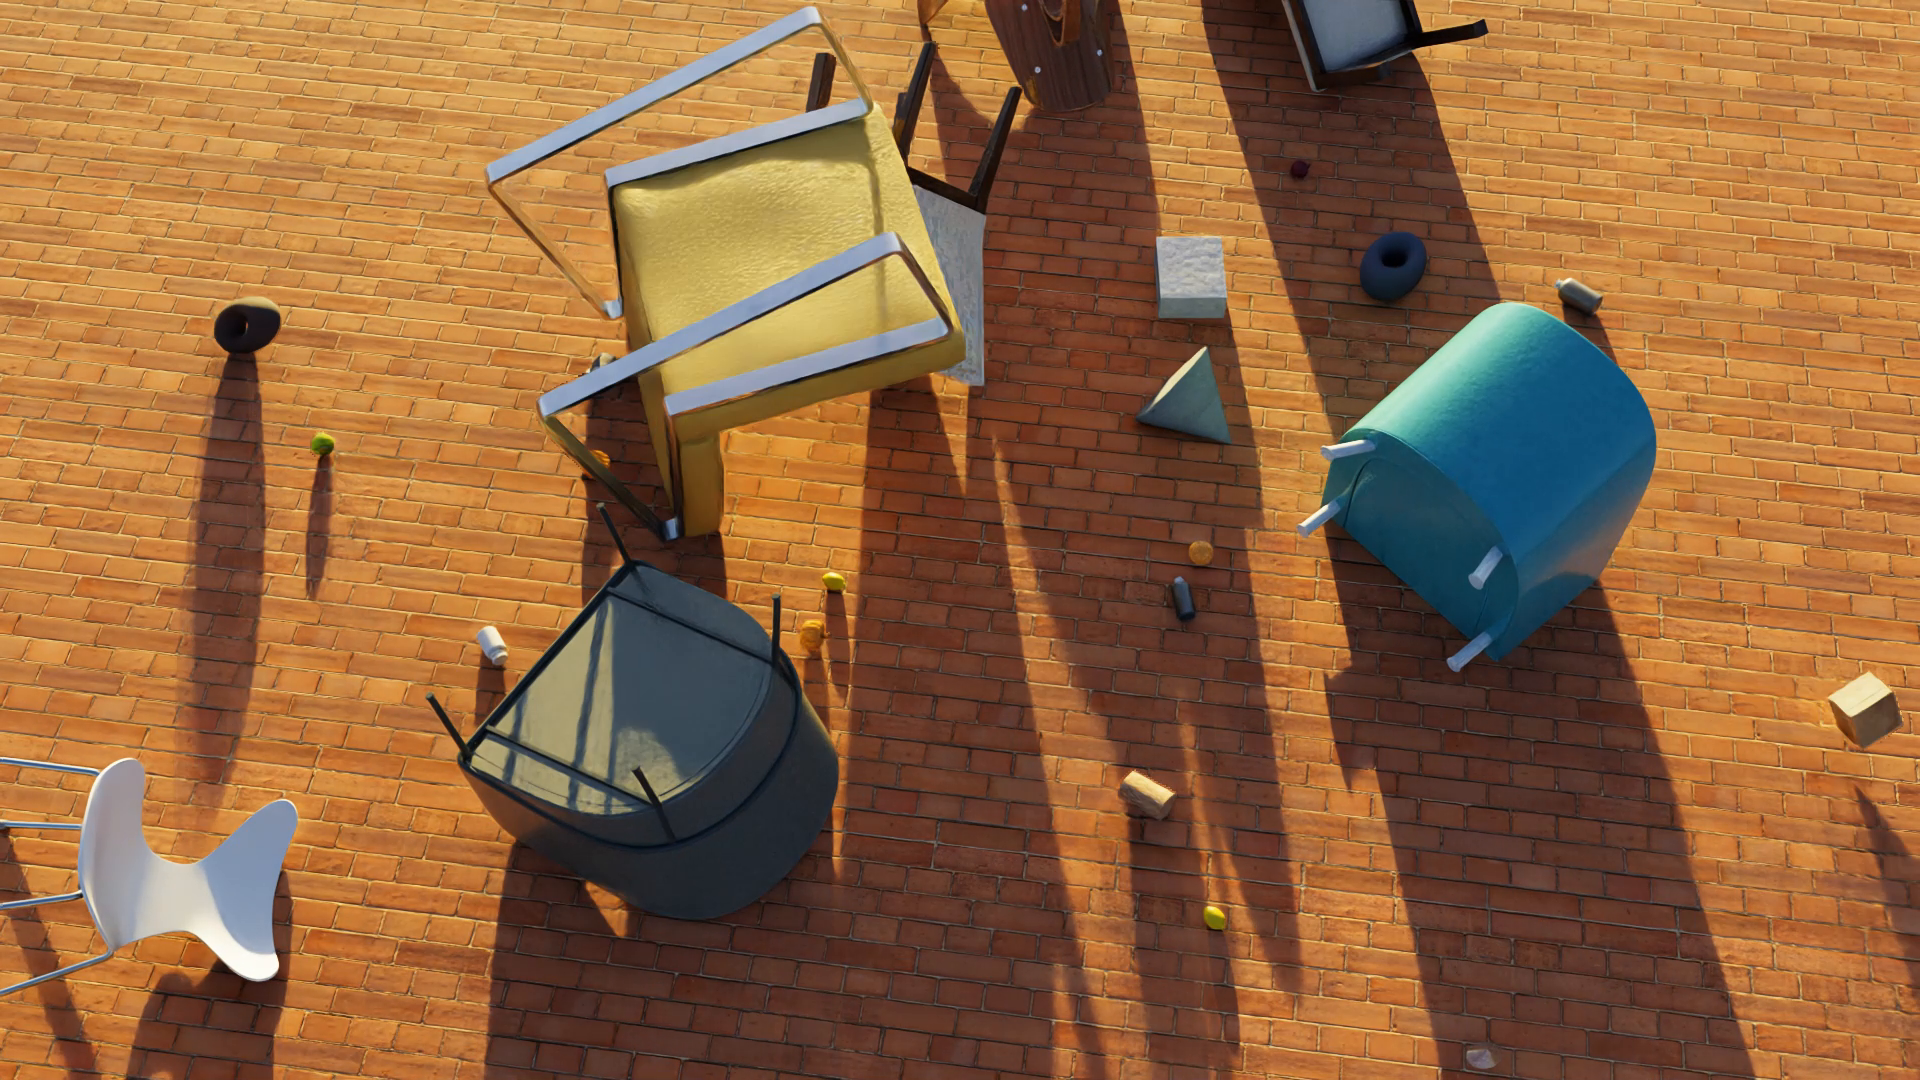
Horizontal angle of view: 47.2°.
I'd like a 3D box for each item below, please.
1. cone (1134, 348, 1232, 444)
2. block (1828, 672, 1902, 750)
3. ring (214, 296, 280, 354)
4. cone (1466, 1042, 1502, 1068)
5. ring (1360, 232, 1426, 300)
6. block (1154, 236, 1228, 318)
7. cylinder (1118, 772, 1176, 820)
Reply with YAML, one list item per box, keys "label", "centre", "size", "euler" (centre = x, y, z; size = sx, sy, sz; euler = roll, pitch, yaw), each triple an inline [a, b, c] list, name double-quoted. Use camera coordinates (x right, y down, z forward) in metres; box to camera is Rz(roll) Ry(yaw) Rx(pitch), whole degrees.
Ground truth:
- label: "cone"
  centre: [0.743, -0.387, 6.761]
  size: [0.269, 0.228, 0.317]
  euler: [44, 104, -4]
- label: "block"
  centre: [2.515, 0.474, 6.109]
  size: [0.134, 0.142, 0.101]
  euler: [-33, 36, 0]
- label: "ring"
  centre: [-2.241, -0.676, 6.910]
  size: [0.113, 0.247, 0.165]
  euler: [-18, 87, -58]
- label: "cone"
  centre: [1.355, 1.319, 5.664]
  size: [0.098, 0.041, 0.072]
  euler: [-15, 57, -10]
- label: "ring"
  centre: [1.397, -0.884, 7.091]
  size: [0.192, 0.129, 0.261]
  euler: [32, 61, 22]
- label: "block"
  centre: [0.741, -0.846, 7.080]
  size: [0.211, 0.102, 0.255]
  euler: [0, 56, 0]
- label: "cylinder"
  centre: [0.512, 0.701, 6.024]
  size: [0.128, 0.149, 0.083]
  euler: [28, 94, 17]
